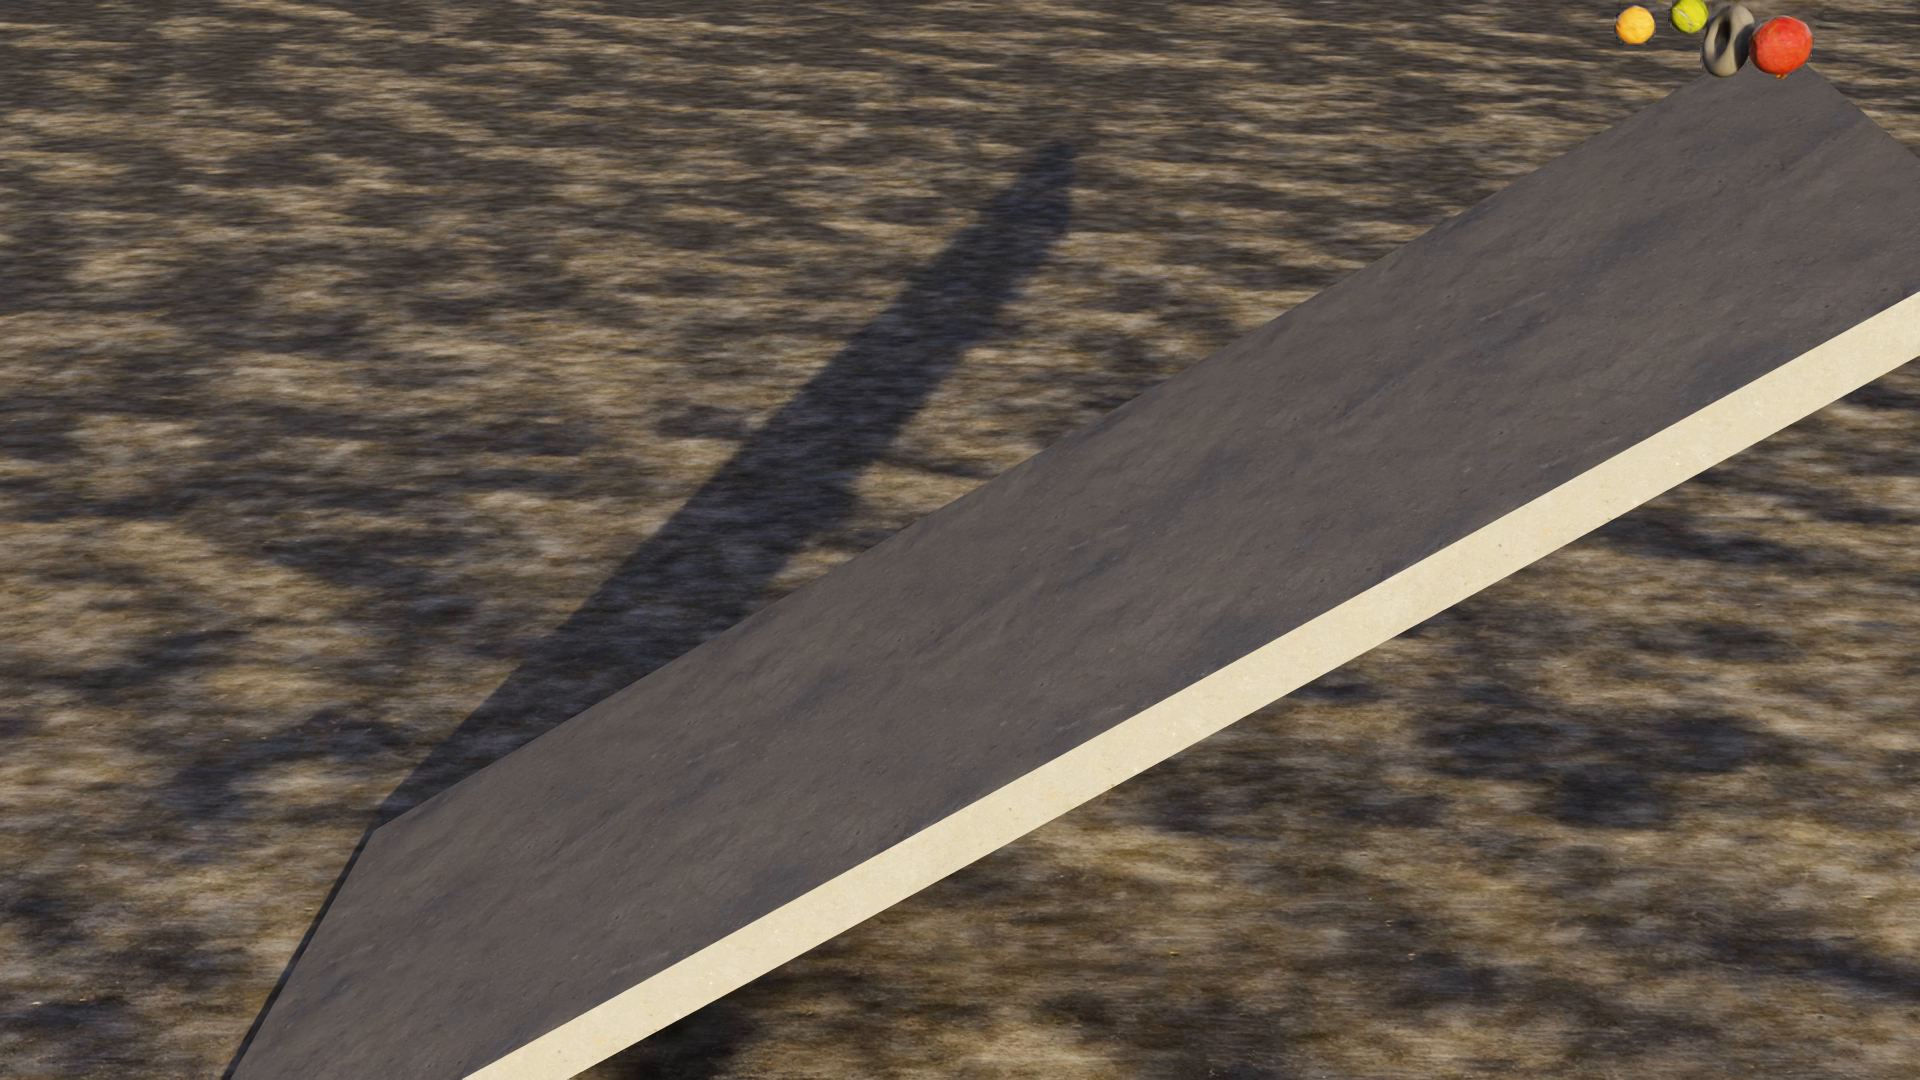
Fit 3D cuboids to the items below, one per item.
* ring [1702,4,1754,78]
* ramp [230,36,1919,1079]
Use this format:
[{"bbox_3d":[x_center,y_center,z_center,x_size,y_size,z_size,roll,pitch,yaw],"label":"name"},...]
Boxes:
[{"bbox_3d":[1.471,-0.955,5.629,0.047,0.142,0.142,11,16,-16],"label":"ring"},{"bbox_3d":[0.141,0.169,6.289,4.000,0.100,2.000,-29,15,13],"label":"ramp"}]
